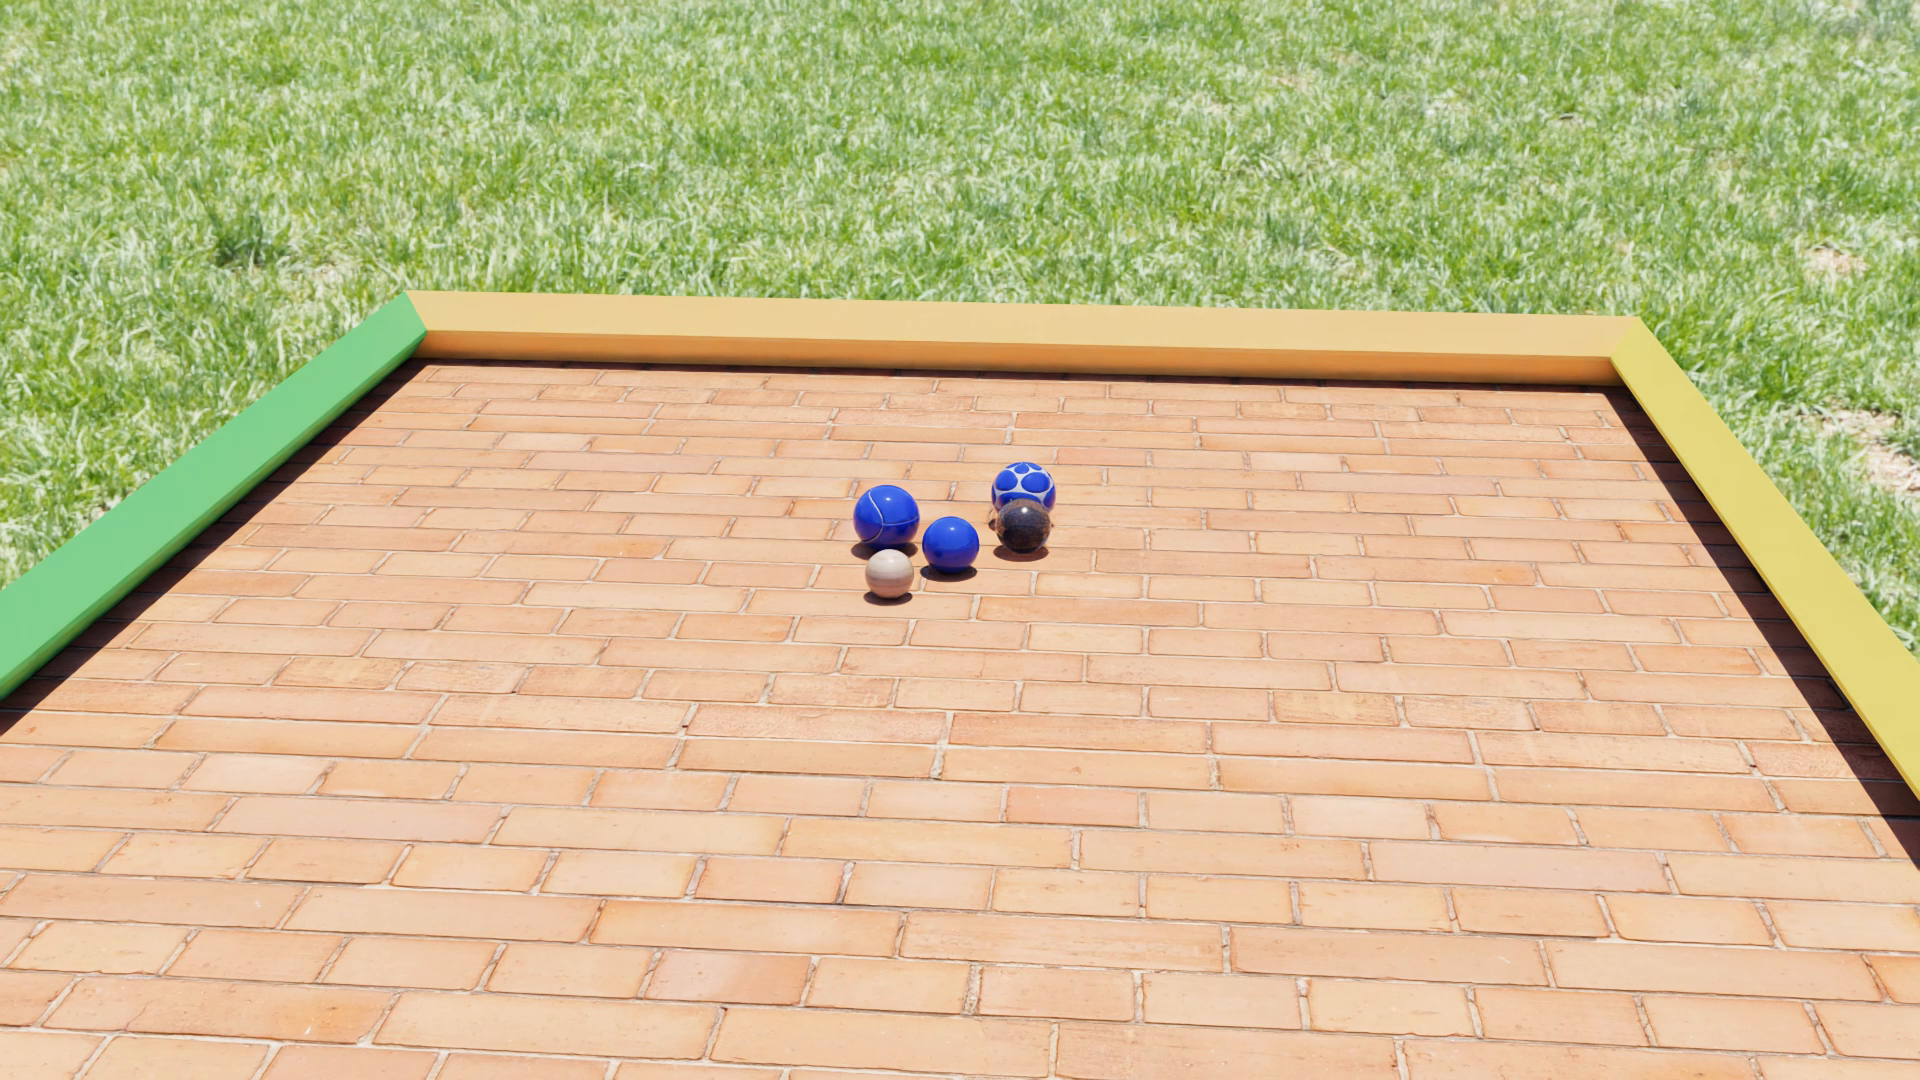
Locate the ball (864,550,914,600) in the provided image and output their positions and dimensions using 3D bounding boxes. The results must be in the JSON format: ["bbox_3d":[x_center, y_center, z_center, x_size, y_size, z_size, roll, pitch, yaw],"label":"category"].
[{"bbox_3d":[-0.077,0.037,2.414,0.055,0.055,0.055,0,20,0],"label":"ball"}]

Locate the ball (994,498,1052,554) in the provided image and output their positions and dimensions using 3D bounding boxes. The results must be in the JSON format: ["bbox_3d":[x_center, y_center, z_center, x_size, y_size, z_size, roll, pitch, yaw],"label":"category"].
[{"bbox_3d":[0.073,-0.016,2.544,0.065,0.065,0.065,0,20,0],"label":"ball"}]

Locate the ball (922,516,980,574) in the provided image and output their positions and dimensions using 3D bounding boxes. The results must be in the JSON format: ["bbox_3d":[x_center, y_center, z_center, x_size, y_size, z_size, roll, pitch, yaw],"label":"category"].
[{"bbox_3d":[-0.010,0.006,2.484,0.066,0.066,0.066,0,20,0],"label":"ball"}]

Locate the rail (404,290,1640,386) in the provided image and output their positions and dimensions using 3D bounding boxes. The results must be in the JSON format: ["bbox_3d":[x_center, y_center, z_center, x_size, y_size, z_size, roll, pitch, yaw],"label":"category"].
[{"bbox_3d":[0.069,-0.292,3.234,1.823,0.103,0.045,2,20,5],"label":"rail"}]

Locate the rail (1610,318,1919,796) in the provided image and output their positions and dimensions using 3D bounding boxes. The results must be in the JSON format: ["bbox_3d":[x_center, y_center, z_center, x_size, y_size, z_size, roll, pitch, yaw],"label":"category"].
[{"bbox_3d":[0.814,0.294,1.650,0.045,0.103,3.285,2,20,5],"label":"rail"}]

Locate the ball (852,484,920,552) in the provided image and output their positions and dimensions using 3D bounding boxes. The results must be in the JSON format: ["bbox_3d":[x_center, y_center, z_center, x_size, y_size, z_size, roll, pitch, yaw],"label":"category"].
[{"bbox_3d":[-0.085,-0.025,2.548,0.079,0.079,0.079,0,20,0],"label":"ball"}]

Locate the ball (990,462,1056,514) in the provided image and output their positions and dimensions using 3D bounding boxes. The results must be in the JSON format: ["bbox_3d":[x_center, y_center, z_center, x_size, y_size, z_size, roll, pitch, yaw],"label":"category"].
[{"bbox_3d":[0.076,-0.055,2.628,0.079,0.079,0.079,0,20,0],"label":"ball"}]

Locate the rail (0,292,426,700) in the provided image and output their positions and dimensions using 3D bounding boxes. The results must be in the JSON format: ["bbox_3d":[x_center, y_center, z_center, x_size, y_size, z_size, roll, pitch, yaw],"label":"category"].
[{"bbox_3d":[-0.955,0.241,1.793,0.045,0.103,3.285,2,20,5],"label":"rail"}]
